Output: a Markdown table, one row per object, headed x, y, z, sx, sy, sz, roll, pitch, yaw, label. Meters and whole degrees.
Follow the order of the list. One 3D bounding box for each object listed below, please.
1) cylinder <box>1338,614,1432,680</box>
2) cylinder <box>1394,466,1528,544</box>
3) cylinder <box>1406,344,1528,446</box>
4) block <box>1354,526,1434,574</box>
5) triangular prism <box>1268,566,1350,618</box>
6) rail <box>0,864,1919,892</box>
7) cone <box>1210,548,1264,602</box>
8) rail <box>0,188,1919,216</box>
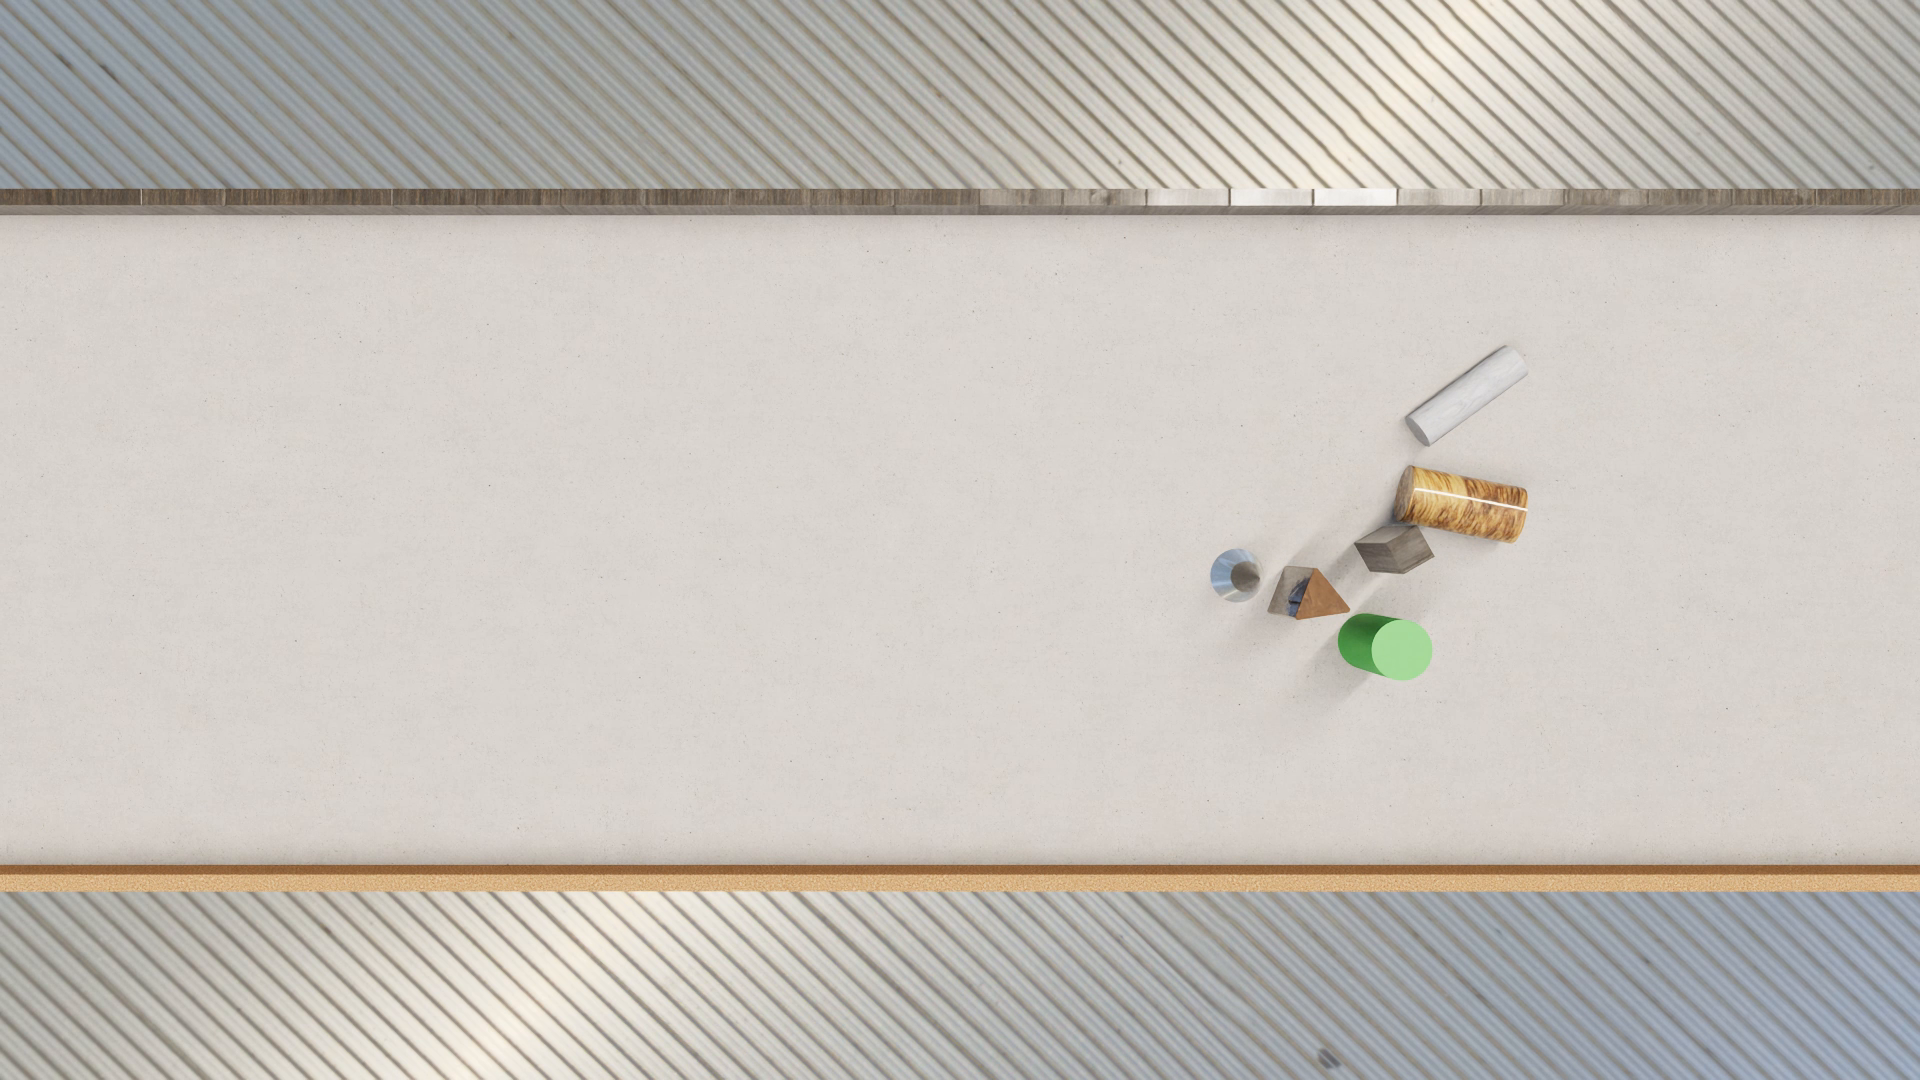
| x | y | z | sx | sy | sz | roll | pitch | yaw | label |
| --- | --- | --- | --- | --- | --- | --- | --- | --- | --- |
| 1.249 | 0.311 | 4.868 | 0.173 | 0.418 | 0.173 | 0 | 90 | 0 | cylinder |
| 1.513 | -0.107 | 4.989 | 0.348 | 0.175 | 0.175 | 11 | 90 | 0 | cylinder |
| 1.542 | -0.438 | 5.019 | 0.369 | 0.115 | 0.115 | -36 | 90 | 0 | cylinder |
| 1.281 | 0.028 | 4.884 | 0.103 | 0.386 | 0.103 | -29 | 90 | 0 | block |
| 1.014 | 0.145 | 4.863 | 0.155 | 0.428 | 0.134 | -9 | 90 | 0 | triangular prism |
| -2.247 | 1.025 | 5.001 | 12.000 | 0.150 | 0.050 | 0 | 90 | 0 | rail |
| 0.854 | 0.109 | 4.883 | 0.166 | 0.388 | 0.166 | 0 | 90 | 0 | cone |
| -2.247 | -1.025 | 5.002 | 12.000 | 0.150 | 0.050 | 0 | 90 | 0 | rail |
